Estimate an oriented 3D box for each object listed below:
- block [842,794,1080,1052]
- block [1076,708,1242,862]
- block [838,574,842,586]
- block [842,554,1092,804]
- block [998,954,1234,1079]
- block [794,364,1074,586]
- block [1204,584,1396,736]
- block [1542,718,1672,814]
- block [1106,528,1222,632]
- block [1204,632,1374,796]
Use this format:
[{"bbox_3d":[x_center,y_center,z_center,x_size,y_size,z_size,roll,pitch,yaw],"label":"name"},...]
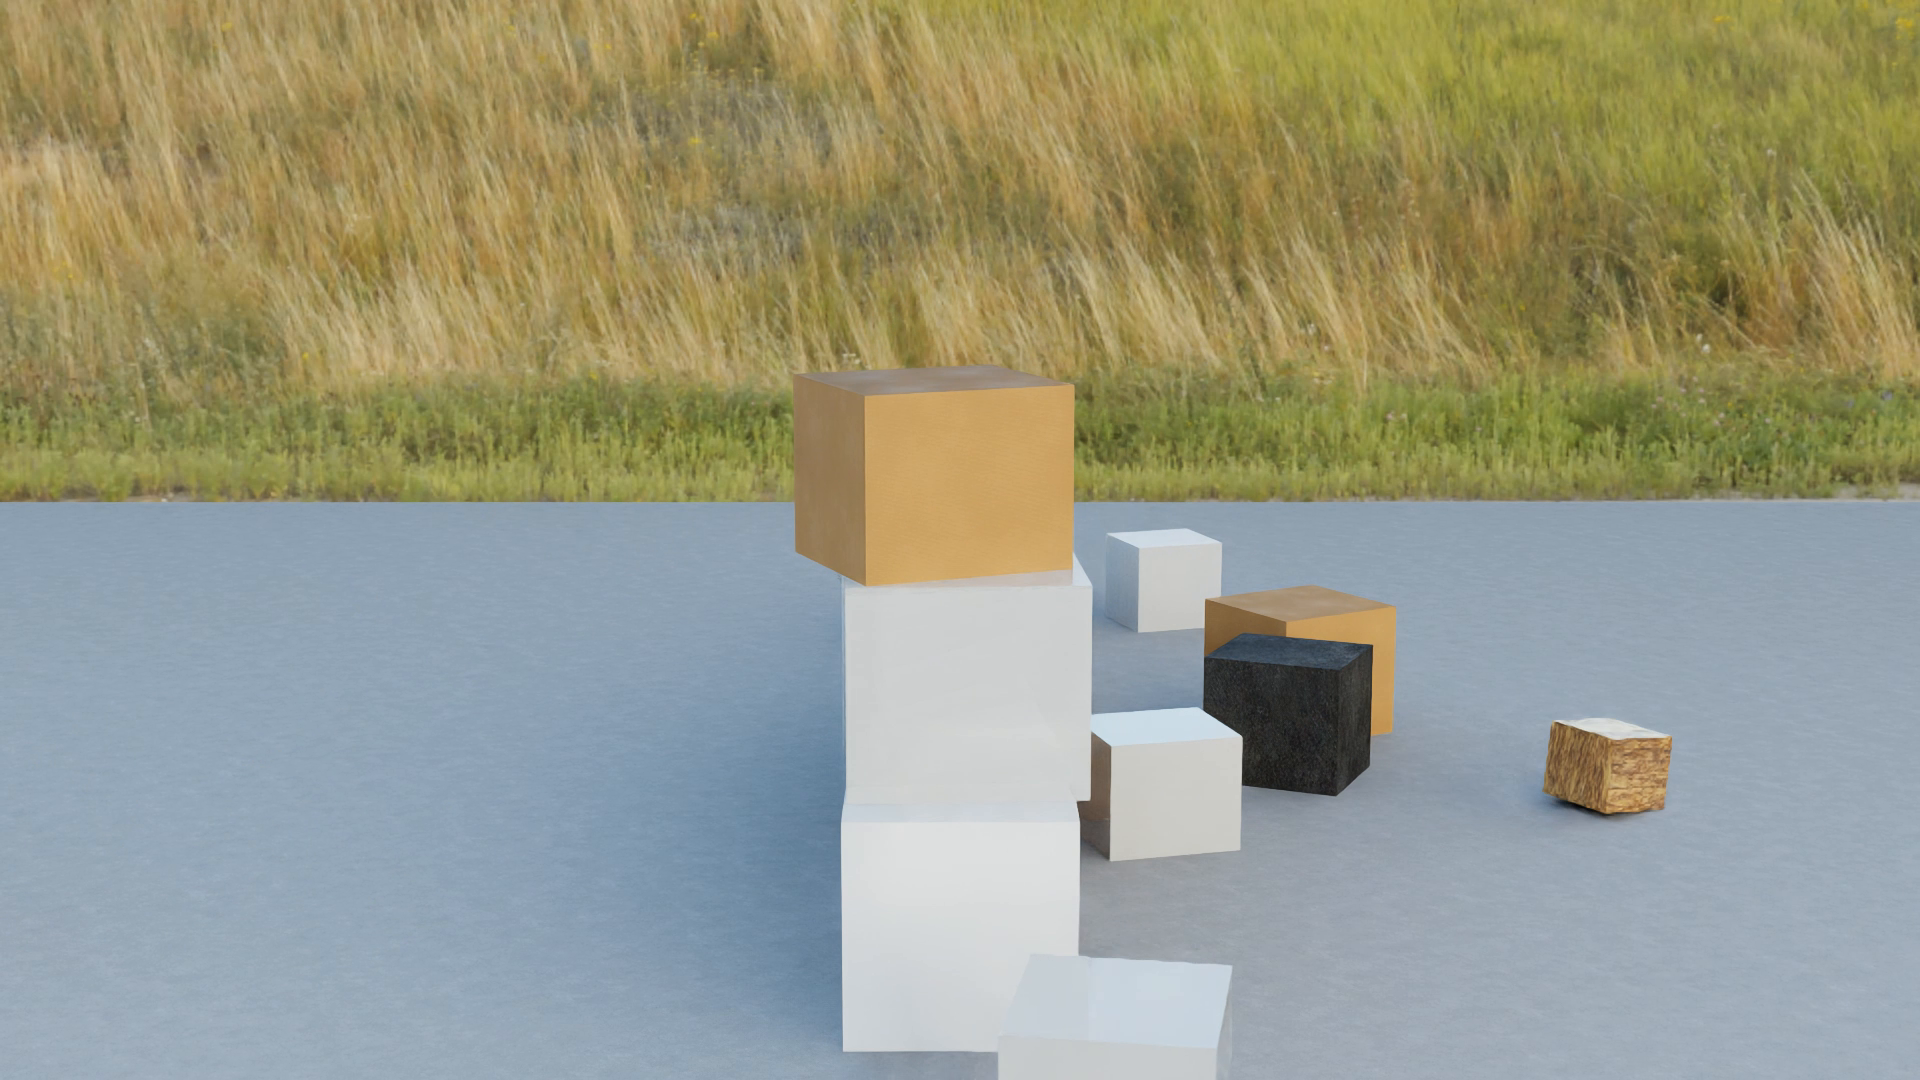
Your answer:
[{"bbox_3d":[-0.001,1.367,9.635,0.855,0.864,0.767,0,10,0],"label":"block"},{"bbox_3d":[0.903,1.123,11.890,0.630,0.537,0.570,-3,11,-16],"label":"block"},{"bbox_3d":[-0.211,-0.091,10.598,0.506,0.459,0.489,6,39,29],"label":"block"},{"bbox_3d":[0.006,0.490,9.785,0.897,0.808,0.876,-1,10,-3],"label":"block"},{"bbox_3d":[0.492,1.752,7.949,0.647,0.697,0.688,2,12,10],"label":"block"},{"bbox_3d":[-0.108,-0.264,9.732,0.835,0.695,0.746,-4,11,-23],"label":"block"},{"bbox_3d":[1.834,0.678,13.902,0.749,0.692,0.702,-6,12,-31],"label":"block"},{"bbox_3d":[3.141,1.090,12.446,0.396,0.360,0.415,0,9,-32],"label":"block"},{"bbox_3d":[1.315,0.257,16.624,0.573,0.547,0.554,-4,11,-19],"label":"block"},{"bbox_3d":[1.661,0.872,12.986,0.695,0.638,0.620,5,11,24],"label":"block"}]
